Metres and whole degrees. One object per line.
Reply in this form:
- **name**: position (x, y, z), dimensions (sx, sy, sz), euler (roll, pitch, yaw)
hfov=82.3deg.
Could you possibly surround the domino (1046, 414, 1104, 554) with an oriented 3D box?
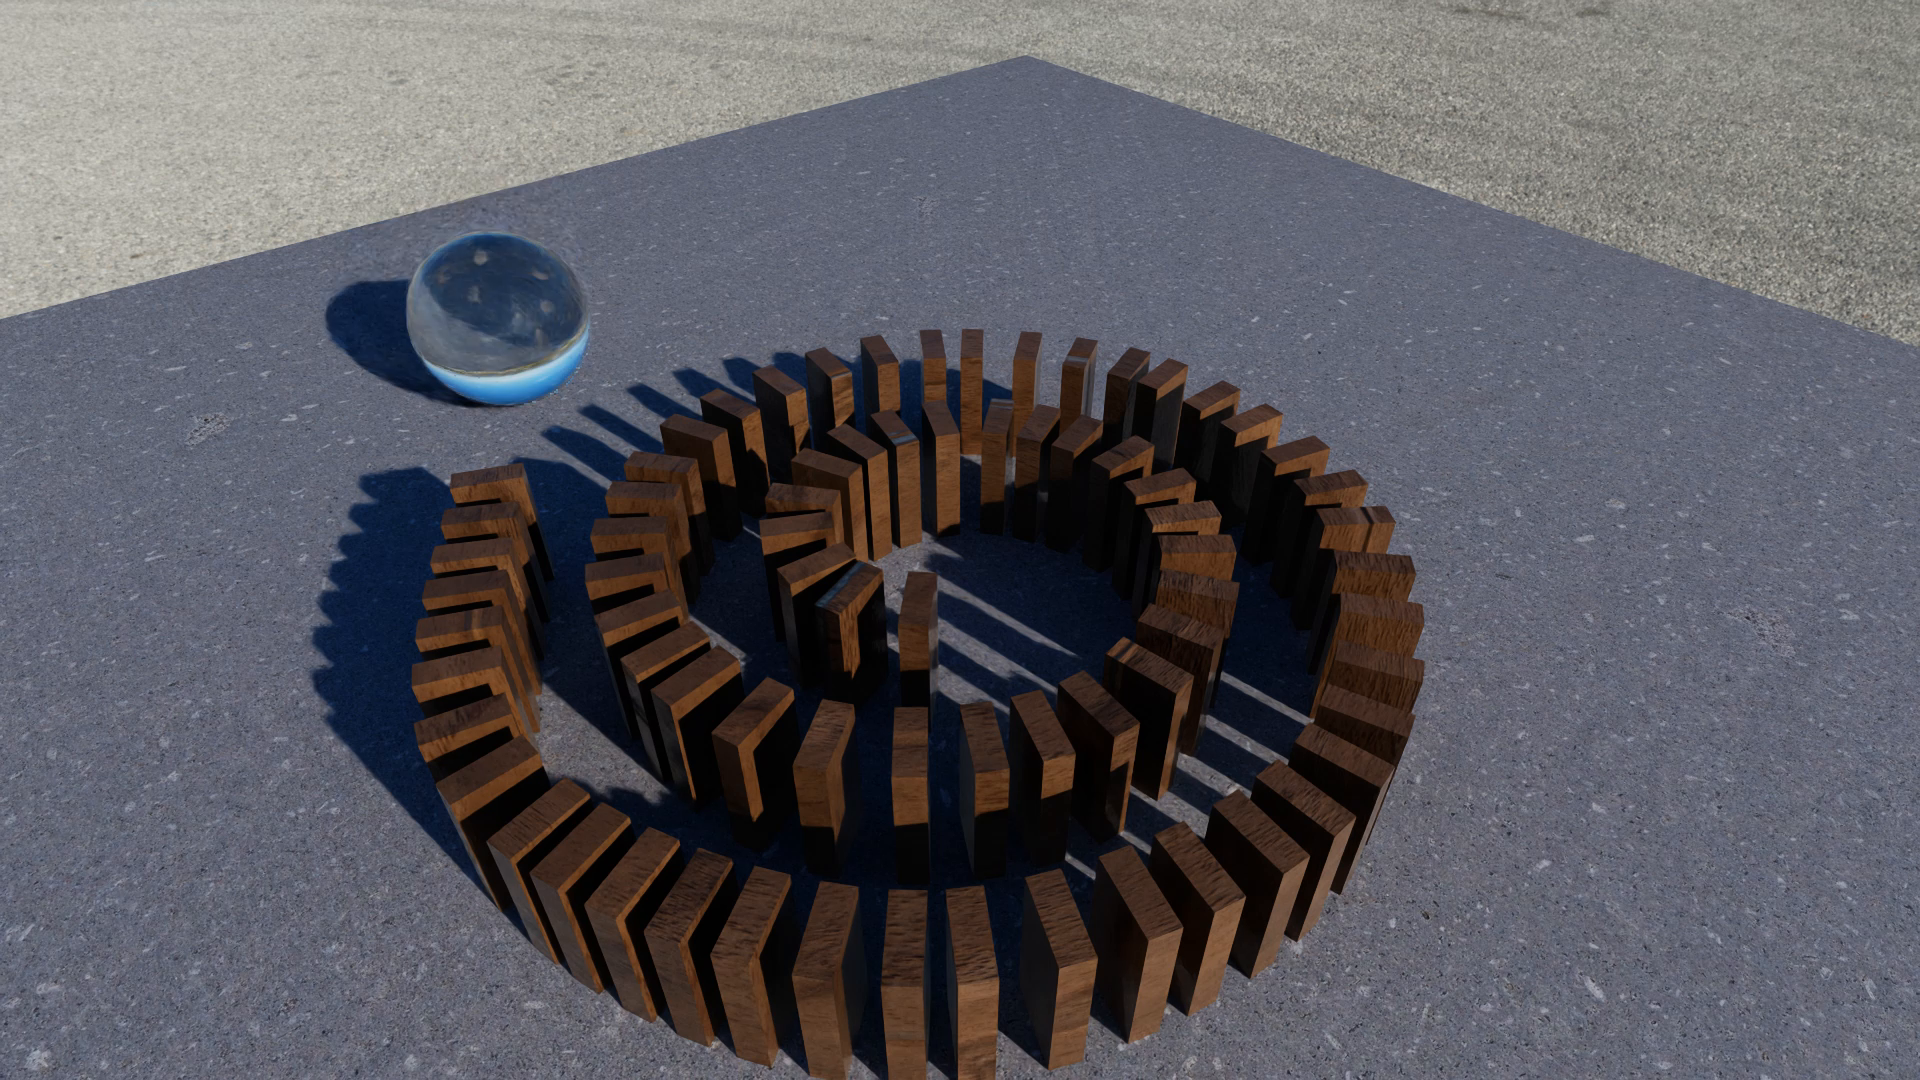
- **domino**: position (0.045, -0.022, 0.438), dimensions (0.010, 0.050, 0.025), euler (22, 44, 24)

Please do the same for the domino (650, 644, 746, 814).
- **domino**: position (-0.078, 0.059, 0.340), dimensions (0.009, 0.050, 0.025), euler (29, 48, 31)

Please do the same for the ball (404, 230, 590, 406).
- **ball**: position (-0.215, -0.103, 0.514), dimensions (0.080, 0.080, 0.080), euler (0, 39, 0)

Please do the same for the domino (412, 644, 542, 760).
- **domino**: position (-0.149, 0.057, 0.342), dimensions (0.025, 0.050, 0.010), euler (-13, 41, -15)

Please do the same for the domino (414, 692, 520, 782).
- **domino**: position (-0.140, 0.070, 0.326), dimensions (0.025, 0.050, 0.010), euler (-19, 43, -22)

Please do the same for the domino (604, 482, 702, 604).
- **domino**: position (-0.113, 0.002, 0.410), dimensions (0.025, 0.050, 0.010), euler (3, 39, 3)

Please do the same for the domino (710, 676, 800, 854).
- **domino**: position (-0.059, 0.068, 0.329), dimensions (0.009, 0.050, 0.025), euler (21, 44, 23)

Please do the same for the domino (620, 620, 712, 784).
- **domino**: position (-0.089, 0.052, 0.348), dimensions (0.025, 0.050, 0.010), euler (-29, 48, -31)

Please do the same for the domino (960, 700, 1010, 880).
- **domino**: position (0.007, 0.074, 0.321), dimensions (0.010, 0.050, 0.025), euler (-6, 40, -8)

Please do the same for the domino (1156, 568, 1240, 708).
- **domino**: position (0.077, 0.034, 0.370), dimensions (0.025, 0.050, 0.009), euler (11, 41, 13)

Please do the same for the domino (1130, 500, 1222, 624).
- **domino**: position (0.078, 0.010, 0.400), dimensions (0.025, 0.050, 0.010), euler (-7, 40, -9)

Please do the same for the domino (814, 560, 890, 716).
- **domino**: position (-0.036, 0.034, 0.370), dimensions (0.010, 0.050, 0.025), euler (20, 43, 23)

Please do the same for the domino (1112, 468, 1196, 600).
- **domino**: position (0.072, -0.002, 0.414), dimensions (0.025, 0.050, 0.009), euler (-15, 42, -17)

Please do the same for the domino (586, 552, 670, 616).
- **domino**: position (-0.110, 0.028, 0.377), dimensions (0.025, 0.050, 0.010), euler (-9, 40, -11)

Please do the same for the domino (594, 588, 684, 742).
- **domino**: position (-0.101, 0.041, 0.361), dimensions (0.025, 0.050, 0.010), euler (-21, 44, -24)

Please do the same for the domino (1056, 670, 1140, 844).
- **domino**: position (0.040, 0.066, 0.331), dimensions (0.009, 0.050, 0.025), euler (-24, 45, -26)

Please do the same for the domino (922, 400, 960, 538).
- **domino**: position (-0.008, -0.029, 0.446), dimensions (0.009, 0.050, 0.025), euler (-9, 40, -11)

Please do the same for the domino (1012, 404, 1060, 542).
- **domino**: position (0.031, -0.026, 0.444), dimensions (0.009, 0.050, 0.025), euler (15, 42, 17)

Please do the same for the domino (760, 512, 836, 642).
- **domino**: position (-0.056, 0.014, 0.395), dimensions (0.025, 0.050, 0.009), euler (-8, 40, -9)

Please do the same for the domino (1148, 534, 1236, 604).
- **domino**: position (0.080, 0.021, 0.386), dimensions (0.025, 0.050, 0.010), euler (-1, 39, -1)

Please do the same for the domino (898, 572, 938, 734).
- **domino**: position (-0.013, 0.038, 0.365), dimensions (0.010, 0.050, 0.025), euler (3, 39, 4)

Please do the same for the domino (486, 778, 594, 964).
- **domino**: position (-0.109, 0.091, 0.300), dimensions (0.010, 0.050, 0.025), euler (24, 45, 27)

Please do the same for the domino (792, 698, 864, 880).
- **domino**: position (-0.038, 0.073, 0.322), dimensions (0.009, 0.050, 0.025), euler (9, 40, 10)

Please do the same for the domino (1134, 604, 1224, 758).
- **domino**: position (0.068, 0.046, 0.355), dimensions (0.025, 0.050, 0.009), euler (21, 44, 23)

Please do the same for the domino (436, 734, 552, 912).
- **domino**: position (-0.128, 0.081, 0.313), dimensions (0.025, 0.050, 0.009), euler (-31, 49, -32)

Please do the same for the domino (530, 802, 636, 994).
- **domino**: position (-0.096, 0.096, 0.294), dimensions (0.009, 0.050, 0.025), euler (20, 43, 23)

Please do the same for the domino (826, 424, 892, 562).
- **domino**: position (-0.039, -0.018, 0.434), dimensions (0.010, 0.050, 0.025), euler (-31, 48, -32)

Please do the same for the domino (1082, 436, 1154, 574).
- **domino**: position (0.061, -0.013, 0.428), dimensions (0.025, 0.050, 0.009), euler (-30, 48, -31)

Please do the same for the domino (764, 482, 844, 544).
- **domino**: position (-0.056, 0.003, 0.408), dimensions (0.025, 0.050, 0.009), euler (7, 40, 8)

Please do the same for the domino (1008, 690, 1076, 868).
- **domino**: position (0.023, 0.071, 0.325), dimensions (0.010, 0.050, 0.025), euler (-12, 41, -15)

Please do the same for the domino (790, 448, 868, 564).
- **domino**: position (-0.050, -0.009, 0.423), dimensions (0.025, 0.050, 0.009), euler (18, 43, 20)

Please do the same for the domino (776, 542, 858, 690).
- **domino**: position (-0.047, 0.027, 0.379), dimensions (0.025, 0.050, 0.010), euler (-24, 45, -26)

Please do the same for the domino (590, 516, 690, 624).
- **domino**: position (-0.114, 0.014, 0.394), dimensions (0.025, 0.050, 0.009), euler (-2, 39, -3)

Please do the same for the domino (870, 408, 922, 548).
- **domino**: position (-0.025, -0.024, 0.441), dimensions (0.010, 0.050, 0.025), euler (-18, 43, -21)

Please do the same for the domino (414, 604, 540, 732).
- **domino**: position (-0.155, 0.045, 0.357), dimensions (0.025, 0.050, 0.009), euler (-10, 40, -12)

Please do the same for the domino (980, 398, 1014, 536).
- **domino**: position (0.015, -0.029, 0.447), dimensions (0.009, 0.050, 0.025), euler (6, 40, 8)

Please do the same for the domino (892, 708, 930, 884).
- **domino**: position (-0.014, 0.075, 0.320), dimensions (0.010, 0.050, 0.025), euler (0, 39, 0)

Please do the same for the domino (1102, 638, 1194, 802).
- **domino**: position (0.056, 0.056, 0.343), dimensions (0.025, 0.050, 0.009), euler (29, 47, 31)
